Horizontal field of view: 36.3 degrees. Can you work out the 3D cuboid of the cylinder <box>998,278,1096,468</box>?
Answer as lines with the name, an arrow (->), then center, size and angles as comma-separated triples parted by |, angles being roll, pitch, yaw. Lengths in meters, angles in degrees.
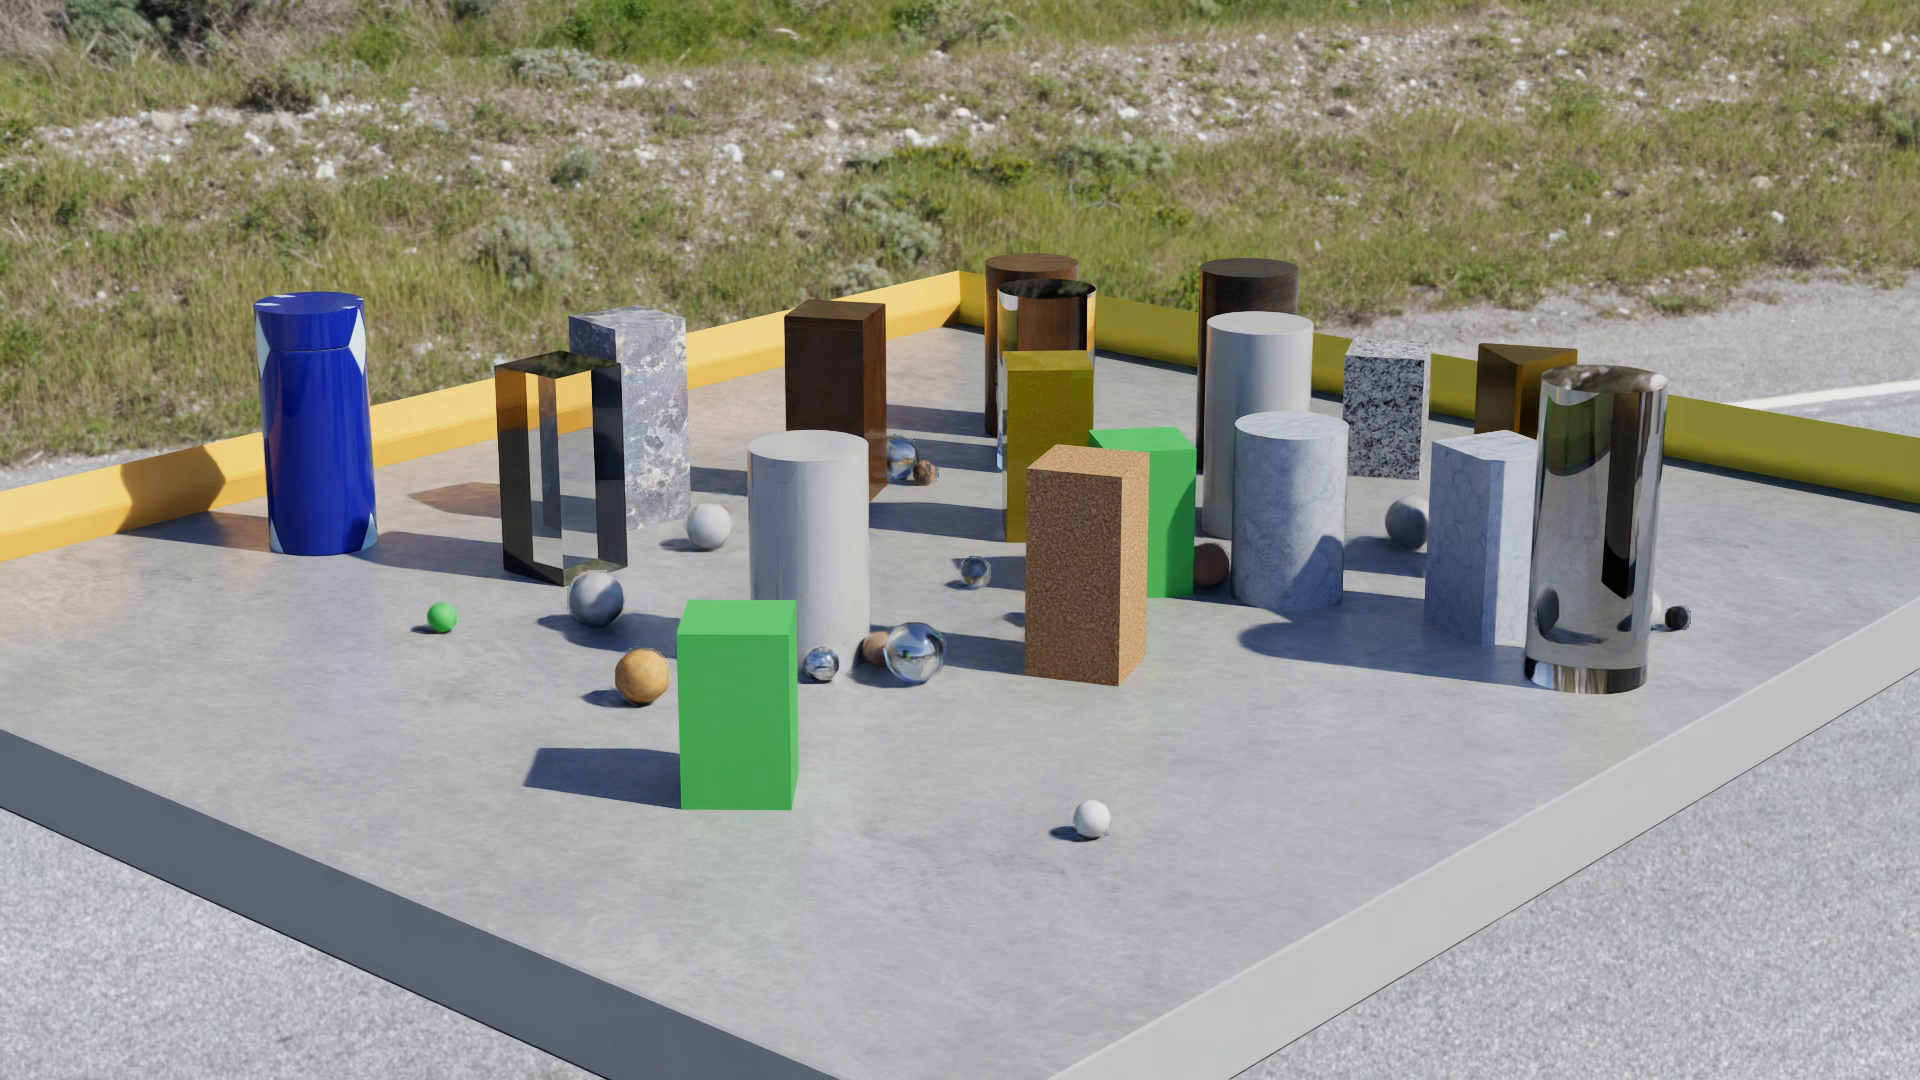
cylinder -> 0.173, -0.328, 5.910 | 0.196, 0.364, 0.196 | 0, 17, 0

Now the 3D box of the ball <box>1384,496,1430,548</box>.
ball -> 0.830, -0.034, 5.396 | 0.096, 0.096, 0.096 | 0, 17, 0

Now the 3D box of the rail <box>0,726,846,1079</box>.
rail -> -1.067, 0.387, 3.943 | 2.877, 0.127, 0.045 | 14, 22, 39

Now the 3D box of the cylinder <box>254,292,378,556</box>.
cylinder -> -1.181, -0.214, 5.379 | 0.196, 0.451, 0.196 | 0, 17, 0

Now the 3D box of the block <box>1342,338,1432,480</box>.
block -> 0.858, -0.264, 5.901 | 0.157, 0.246, 0.157 | 4, 17, 13

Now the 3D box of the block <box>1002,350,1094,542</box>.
block -> 0.162, -0.175, 5.463 | 0.157, 0.328, 0.157 | -1, 17, -2

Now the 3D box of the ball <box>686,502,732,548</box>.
ball -> -0.462, -0.027, 5.391 | 0.086, 0.086, 0.086 | 0, 17, 0

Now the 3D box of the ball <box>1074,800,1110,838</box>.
ball -> 0.183, 0.388, 4.074 | 0.052, 0.052, 0.052 | 0, 17, 0

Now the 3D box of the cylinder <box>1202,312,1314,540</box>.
cylinder -> 0.554, -0.212, 5.471 | 0.196, 0.395, 0.196 | 0, 17, 0

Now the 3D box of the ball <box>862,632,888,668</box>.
ball -> -0.131, 0.178, 4.762 | 0.058, 0.058, 0.058 | 0, 17, 0

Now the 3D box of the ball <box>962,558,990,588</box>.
ball -> 0.027, 0.058, 5.169 | 0.051, 0.051, 0.051 | 0, 17, 0

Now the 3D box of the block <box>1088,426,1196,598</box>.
block -> 0.317, -0.048, 5.149 | 0.157, 0.266, 0.157 | -3, 17, -9

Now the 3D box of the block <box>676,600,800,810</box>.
block -> -0.317, 0.236, 4.212 | 0.157, 0.263, 0.157 | 0, 17, 1

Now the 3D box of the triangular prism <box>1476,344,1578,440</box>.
triangular prism -> 0.976, -0.142, 5.221 | 0.170, 0.403, 0.147 | -16, 23, -42

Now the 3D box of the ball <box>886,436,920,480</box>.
ball -> -0.124, -0.162, 5.838 | 0.086, 0.086, 0.086 | 0, 17, 0

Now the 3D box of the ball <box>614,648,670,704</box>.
ball -> -0.498, 0.213, 4.594 | 0.086, 0.086, 0.086 | 0, 17, 0

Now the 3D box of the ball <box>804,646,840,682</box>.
ball -> -0.221, 0.199, 4.694 | 0.056, 0.056, 0.056 | 0, 17, 0

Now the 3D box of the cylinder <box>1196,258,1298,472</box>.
cylinder -> 0.575, -0.346, 5.891 | 0.196, 0.409, 0.196 | 0, 17, 0

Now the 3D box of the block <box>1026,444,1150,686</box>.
block -> 0.205, 0.039, 4.720 | 0.157, 0.347, 0.157 | 6, 18, 18

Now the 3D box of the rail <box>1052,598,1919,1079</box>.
rail -> 1.068, 0.300, 4.232 | 0.045, 0.127, 3.303 | 14, 22, 39

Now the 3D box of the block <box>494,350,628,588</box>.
block -> -0.709, -0.129, 5.225 | 0.157, 0.377, 0.157 | 13, 21, 38

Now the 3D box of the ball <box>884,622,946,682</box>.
ball -> -0.073, 0.179, 4.686 | 0.098, 0.098, 0.098 | 0, 17, 0

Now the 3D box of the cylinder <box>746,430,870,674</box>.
cylinder -> -0.245, 0.018, 4.772 | 0.196, 0.357, 0.196 | 0, 17, 0

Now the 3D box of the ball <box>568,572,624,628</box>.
ball -> -0.614, 0.101, 4.954 | 0.094, 0.094, 0.094 | 0, 17, 0

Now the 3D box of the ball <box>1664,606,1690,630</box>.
ball -> 1.208, 0.131, 4.944 | 0.041, 0.041, 0.041 | 0, 17, 0

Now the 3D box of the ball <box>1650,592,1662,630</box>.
ball -> 1.138, 0.115, 4.925 | 0.082, 0.082, 0.082 | 0, 17, 0

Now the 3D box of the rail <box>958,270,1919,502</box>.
rail -> 1.067, -0.323, 6.297 | 2.877, 0.127, 0.045 | 14, 22, 39

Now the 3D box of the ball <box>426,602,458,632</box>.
ball -> -0.871, 0.130, 4.931 | 0.051, 0.051, 0.051 | 0, 17, 0

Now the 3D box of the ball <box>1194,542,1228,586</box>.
ball -> 0.436, 0.043, 5.175 | 0.077, 0.077, 0.077 | 0, 17, 0

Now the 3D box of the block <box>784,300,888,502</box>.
block -> -0.240, -0.268, 5.702 | 0.157, 0.368, 0.157 | 4, 17, 14

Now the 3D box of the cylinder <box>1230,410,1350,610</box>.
cylinder -> 0.572, -0.053, 5.096 | 0.196, 0.305, 0.196 | 0, 17, 0

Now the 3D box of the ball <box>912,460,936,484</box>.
ball -> -0.070, -0.133, 5.809 | 0.049, 0.049, 0.049 | 0, 17, 0

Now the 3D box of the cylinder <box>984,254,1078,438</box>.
cylinder -> 0.150, -0.408, 6.177 | 0.196, 0.361, 0.196 | 0, 17, 0

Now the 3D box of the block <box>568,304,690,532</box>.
block -> -0.624, -0.232, 5.549 | 0.157, 0.388, 0.157 | -14, 22, -38

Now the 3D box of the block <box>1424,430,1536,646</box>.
block -> 0.896, -0.005, 4.920 | 0.157, 0.316, 0.157 | -9, 19, -27

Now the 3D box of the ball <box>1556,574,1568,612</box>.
ball -> 0.999, 0.089, 5.013 | 0.082, 0.082, 0.082 | 0, 17, 0

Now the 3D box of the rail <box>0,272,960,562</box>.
rail -> -1.068, -0.236, 6.008 | 0.045, 0.127, 3.303 | 14, 22, 39

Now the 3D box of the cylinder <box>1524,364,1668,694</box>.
cylinder -> 1.009, -0.018, 4.662 | 0.196, 0.490, 0.196 | 0, 17, 0
